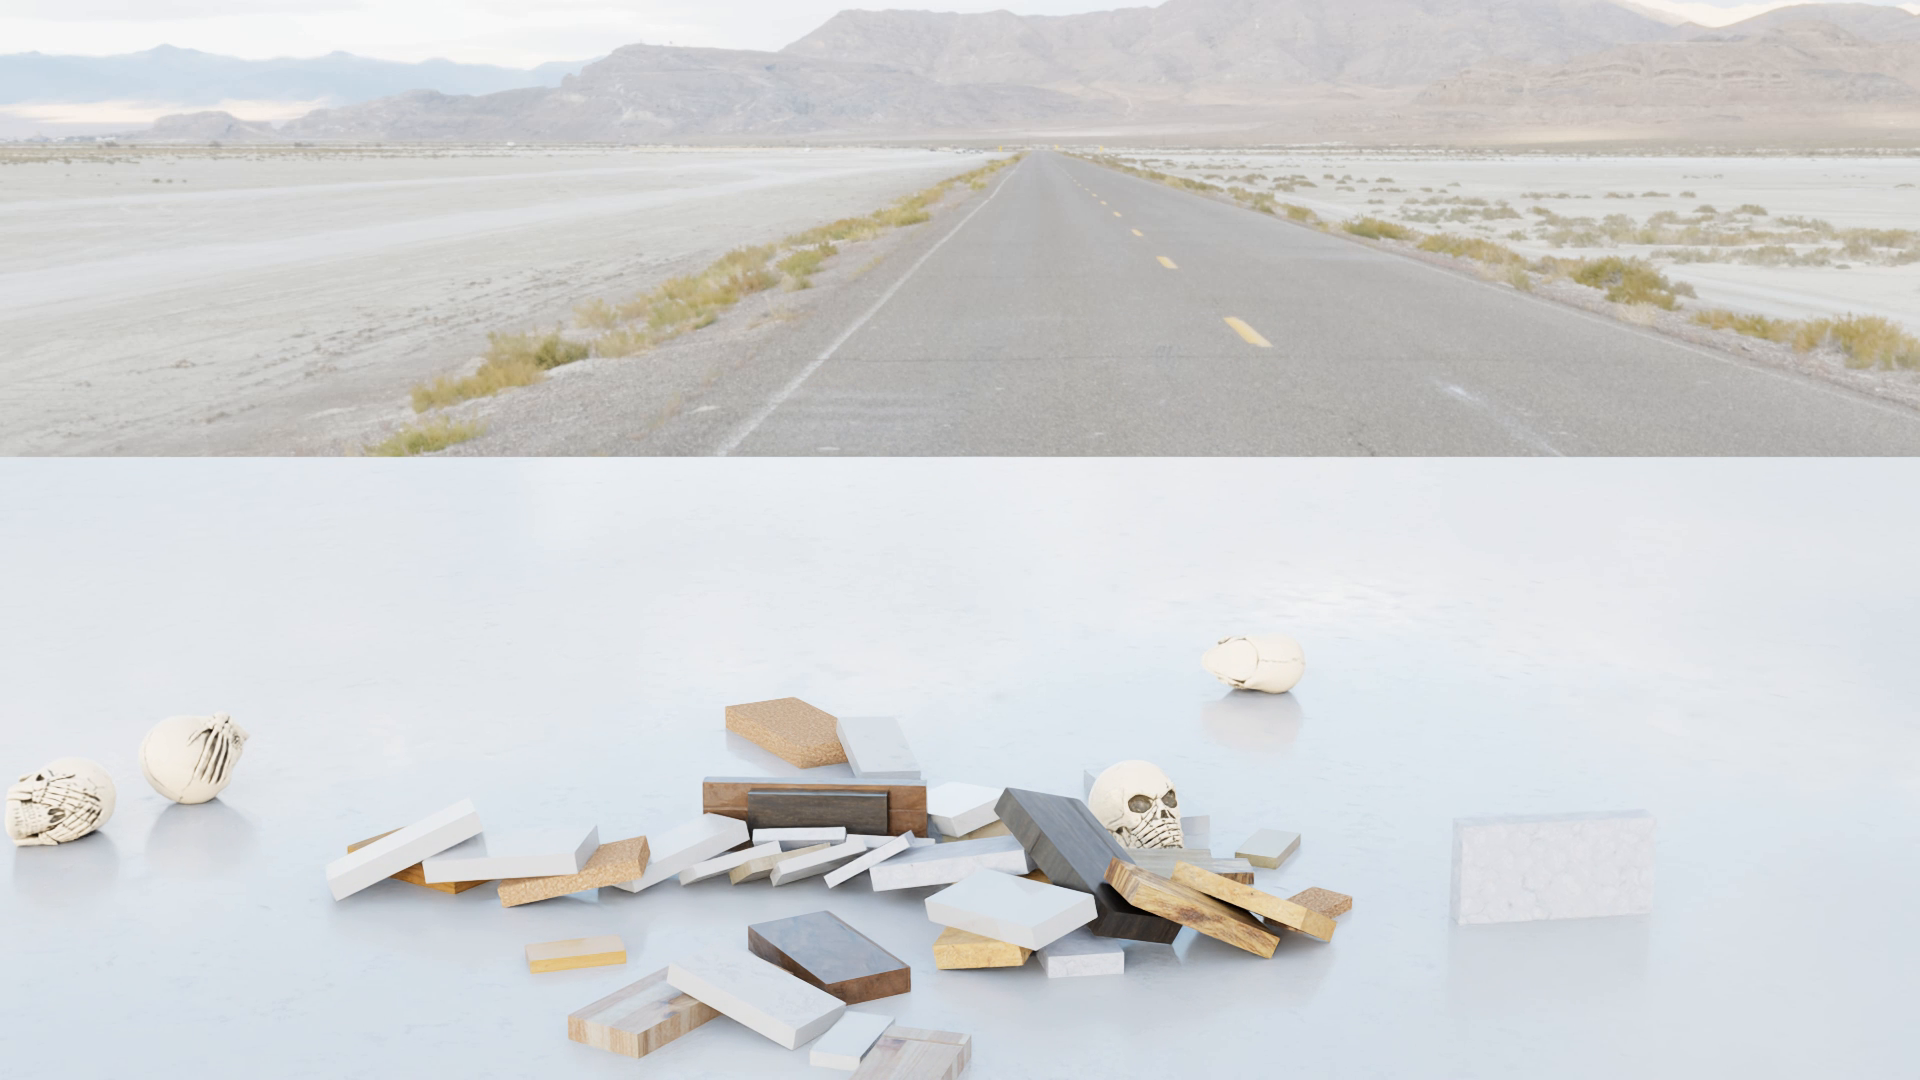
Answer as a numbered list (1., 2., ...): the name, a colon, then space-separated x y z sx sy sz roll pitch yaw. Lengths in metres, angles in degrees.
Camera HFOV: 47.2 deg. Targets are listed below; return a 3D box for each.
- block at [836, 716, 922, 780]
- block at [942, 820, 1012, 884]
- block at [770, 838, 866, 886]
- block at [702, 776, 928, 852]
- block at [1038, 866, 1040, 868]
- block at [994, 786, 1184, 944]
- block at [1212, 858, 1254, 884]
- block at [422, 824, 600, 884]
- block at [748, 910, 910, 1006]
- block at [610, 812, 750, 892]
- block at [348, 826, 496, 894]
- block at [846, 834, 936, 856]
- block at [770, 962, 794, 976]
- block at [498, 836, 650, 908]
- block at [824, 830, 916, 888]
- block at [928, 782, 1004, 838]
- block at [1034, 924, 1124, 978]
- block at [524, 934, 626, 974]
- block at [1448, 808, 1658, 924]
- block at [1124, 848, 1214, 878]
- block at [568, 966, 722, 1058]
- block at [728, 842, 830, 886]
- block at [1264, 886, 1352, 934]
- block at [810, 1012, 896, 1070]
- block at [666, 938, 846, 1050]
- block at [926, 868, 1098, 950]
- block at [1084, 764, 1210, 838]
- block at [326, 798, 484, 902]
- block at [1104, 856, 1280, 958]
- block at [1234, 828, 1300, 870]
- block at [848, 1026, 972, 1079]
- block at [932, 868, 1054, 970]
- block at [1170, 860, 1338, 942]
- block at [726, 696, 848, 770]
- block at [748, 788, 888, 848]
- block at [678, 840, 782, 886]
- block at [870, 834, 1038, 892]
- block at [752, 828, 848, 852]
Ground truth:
1. block: -0.163 0.418 4.357 0.119 0.034 0.238 0 22 -16
2. block: 0.035 0.530 3.807 0.119 0.034 0.238 -17 11 0
3. block: -0.239 0.542 3.699 0.152 0.022 0.076 -13 -20 -21
4. block: -0.255 0.486 3.882 0.395 0.126 0.036 1 11 3
5. block: 0.152 0.538 3.857 0.119 0.034 0.238 -1 11 -3
6. block: 0.203 0.517 3.504 0.164 0.046 0.328 14 21 -38
7. block: 0.421 0.565 3.746 0.149 0.021 0.075 0 11 -2
8. block: -0.745 0.521 3.660 0.260 0.037 0.130 -5 13 8
9. block: -0.201 0.633 3.331 0.138 0.039 0.276 -6 12 -29
10. block: -0.489 0.531 3.746 0.235 0.033 0.117 -21 15 -36
11. block: -0.915 0.550 3.785 0.260 0.037 0.130 7 13 33
12. block: -0.114 0.536 3.775 0.152 0.022 0.076 2 -33 9
13. block: -0.322 0.649 3.298 0.072 0.021 0.145 -9 14 -41
14. block: -0.639 0.550 3.652 0.235 0.033 0.117 -12 12 1
15. block: -0.150 0.533 3.679 0.152 0.022 0.076 -28 -5 6
16. block: -0.010 0.481 3.945 0.127 0.036 0.254 -20 7 -25
17. block: 0.168 0.615 3.443 0.116 0.033 0.275 -2 11 -9
18. block: -0.590 0.635 3.373 0.145 0.021 0.072 -3 11 -17
19. block: 0.959 0.528 3.556 0.328 0.164 0.046 -2 11 -9
20. block: 0.303 0.560 3.665 0.239 0.034 0.119 0 23 0
21. block: -0.428 0.668 3.149 0.126 0.036 0.253 7 12 31
22. block: -0.303 0.549 3.727 0.158 0.022 0.079 -7 -18 -35
23. block: 0.564 0.599 3.565 0.075 0.021 0.149 9 14 40
24. block: -0.148 0.694 3.050 0.072 0.021 0.145 3 11 17
25. block: -0.292 0.647 3.141 0.232 0.033 0.116 21 19 29
26. block: 0.076 0.563 3.364 0.127 0.036 0.254 -21 15 -36
27. block: 0.346 0.488 4.128 0.119 0.034 0.339 -3 11 -17
28. block: -0.929 0.515 3.680 0.260 0.037 0.130 -25 10 -14
29. block: 0.357 0.568 3.397 0.254 0.036 0.127 24 3 -19
30. block: 0.542 0.542 3.868 0.075 0.021 0.149 5 12 24
31. block: -0.072 0.711 2.925 0.116 0.033 0.232 3 11 15
32. block: 0.069 0.588 3.434 0.138 0.039 0.276 -7 13 21
33. block: 0.463 0.570 3.474 0.239 0.034 0.119 16 -9 37
34. block: -0.338 0.398 4.574 0.164 0.046 0.365 -6 12 -30
35. block: -0.247 0.497 3.846 0.242 0.117 0.033 1 11 3
36. block: -0.389 0.546 3.714 0.158 0.022 0.079 -13 -12 -30
37. block: 0.006 0.527 3.616 0.276 0.039 0.138 -10 2 23
38. block: -0.273 0.526 3.799 0.158 0.022 0.079 -2 -35 4
